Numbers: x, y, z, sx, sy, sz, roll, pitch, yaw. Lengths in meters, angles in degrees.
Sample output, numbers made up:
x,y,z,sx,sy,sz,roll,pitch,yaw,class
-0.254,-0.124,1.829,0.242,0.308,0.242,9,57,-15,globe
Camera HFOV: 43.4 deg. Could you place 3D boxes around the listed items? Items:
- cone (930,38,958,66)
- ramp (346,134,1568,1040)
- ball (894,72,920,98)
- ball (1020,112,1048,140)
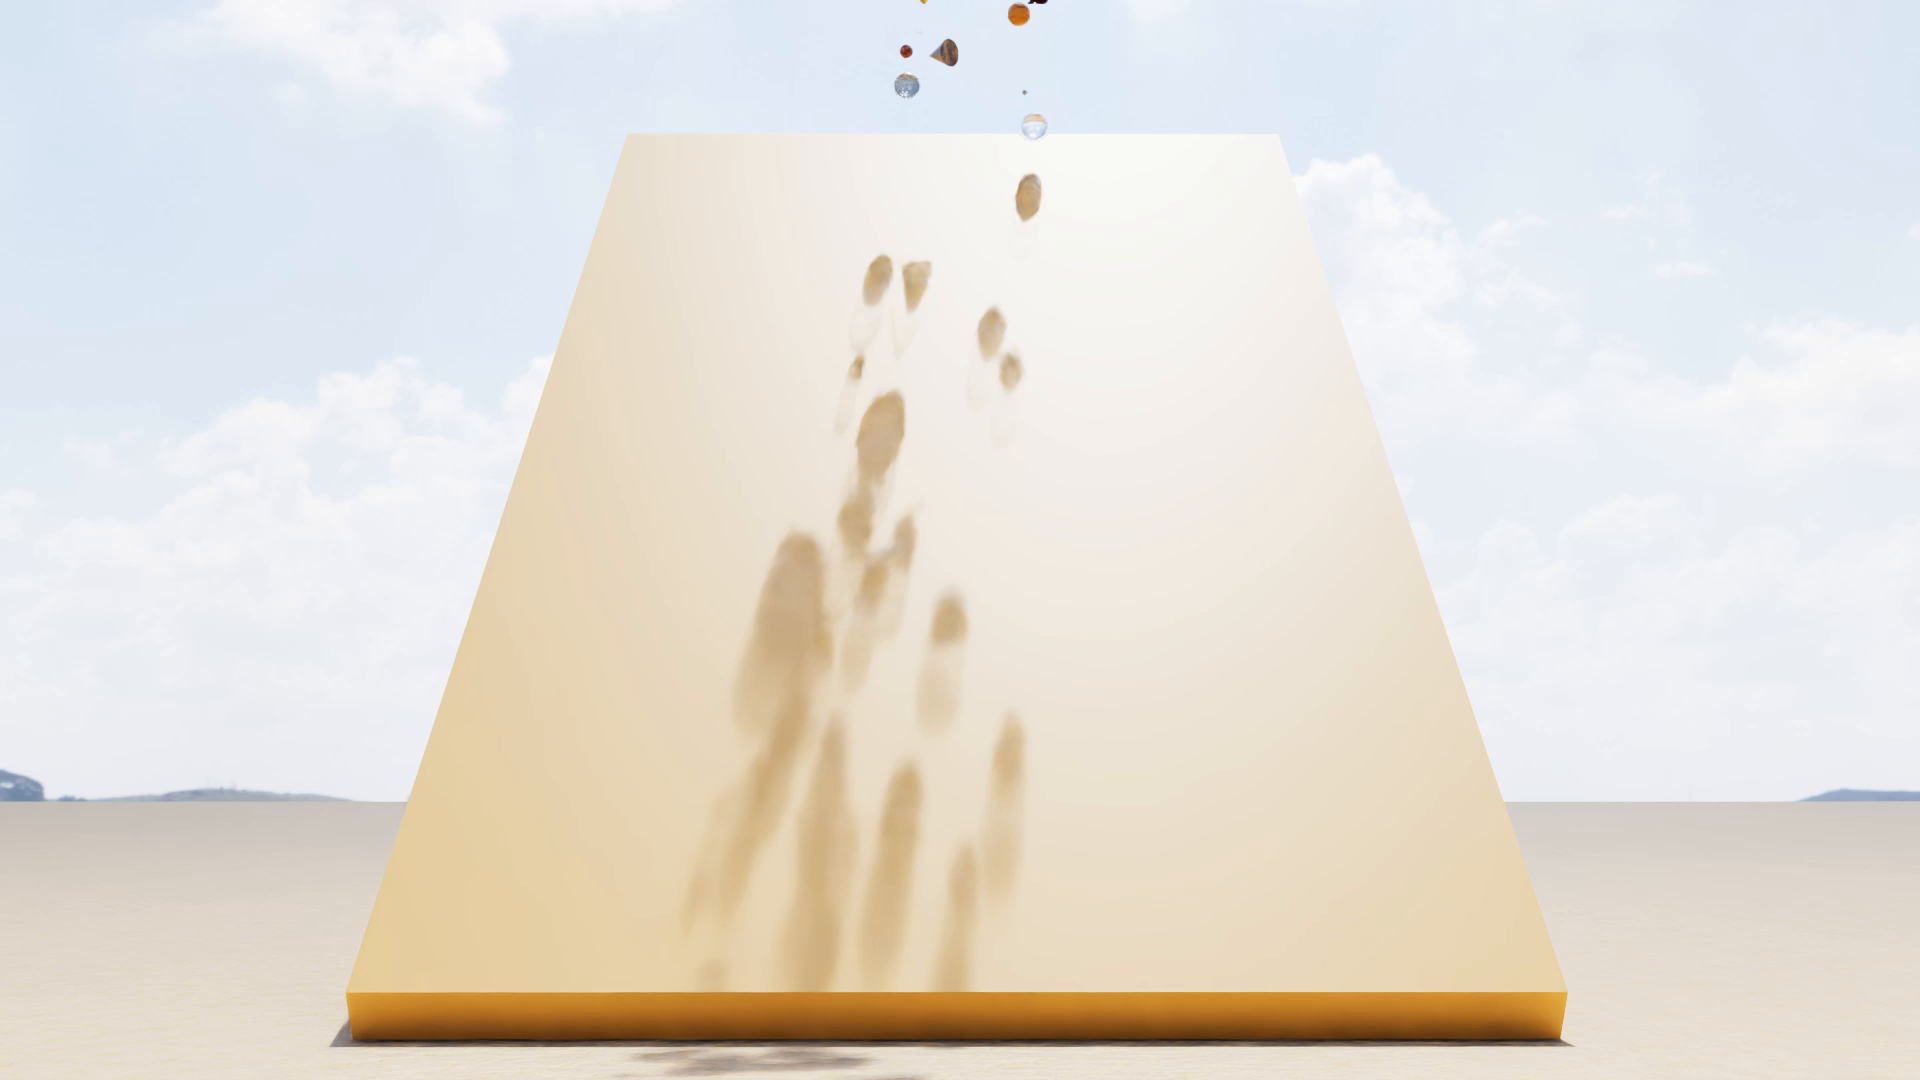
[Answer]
x,y,z,sx,sy,sz,roll,pitch,yaw,class
-0.063,-1.474,7.327,0.085,0.085,0.085,1,-4,40,cone
-0.013,-0.211,5.707,2.000,0.100,4.000,0,30,0,ramp
-0.158,-1.352,7.177,0.077,0.077,0.077,0,-6,0,ball
0.223,-1.244,7.248,0.081,0.081,0.081,0,-6,0,ball
